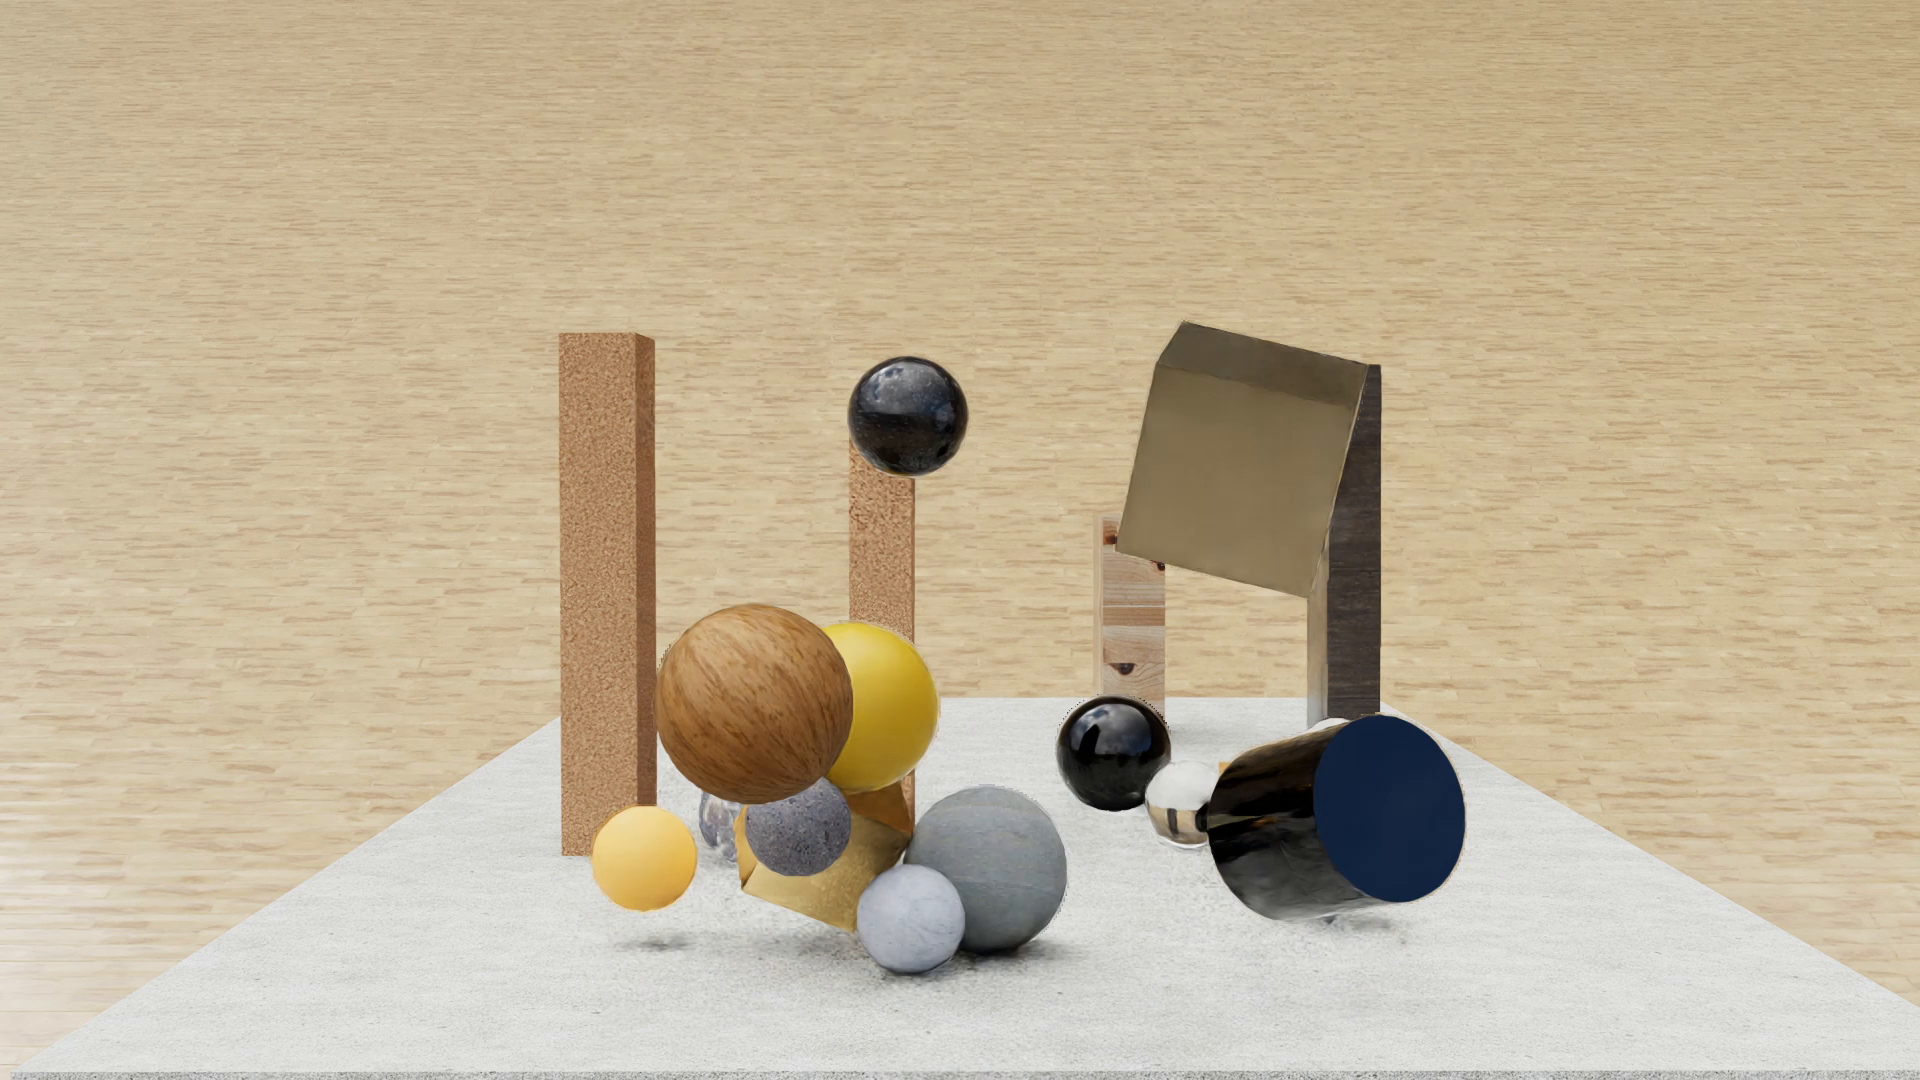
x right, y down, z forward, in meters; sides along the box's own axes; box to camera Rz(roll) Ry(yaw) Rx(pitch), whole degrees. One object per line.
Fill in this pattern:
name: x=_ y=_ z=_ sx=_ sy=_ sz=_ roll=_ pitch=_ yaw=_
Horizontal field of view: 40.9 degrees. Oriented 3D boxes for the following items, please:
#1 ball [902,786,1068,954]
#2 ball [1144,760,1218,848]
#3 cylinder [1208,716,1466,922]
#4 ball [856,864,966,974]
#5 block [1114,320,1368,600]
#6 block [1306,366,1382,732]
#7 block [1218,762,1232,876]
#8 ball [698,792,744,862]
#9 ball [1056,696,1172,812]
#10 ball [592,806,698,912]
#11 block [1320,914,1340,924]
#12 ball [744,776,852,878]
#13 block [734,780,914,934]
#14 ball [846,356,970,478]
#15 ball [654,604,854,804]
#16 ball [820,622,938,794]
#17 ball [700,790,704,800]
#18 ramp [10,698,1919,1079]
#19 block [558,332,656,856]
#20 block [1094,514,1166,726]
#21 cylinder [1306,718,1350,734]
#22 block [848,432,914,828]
ball: x=0.031 y=0.405 z=3.165 sx=0.203 sy=0.203 sz=0.203 roll=0 pitch=25 yaw=0
ball: x=0.356 y=0.412 z=4.019 sx=0.137 sy=0.137 sz=0.137 roll=0 pitch=25 yaw=0
cylinder: x=0.418 y=0.313 z=2.874 sx=0.204 sy=0.204 sz=0.204 roll=-16 pitch=-5 yaw=-31
ball: x=-0.058 y=0.446 z=3.029 sx=0.129 sy=0.129 sz=0.129 roll=0 pitch=25 yaw=0
block: x=0.288 y=-0.085 z=2.607 sx=0.197 sy=0.197 sz=0.197 roll=14 pitch=19 yaw=8
block: x=0.770 y=0.049 z=5.178 sx=0.103 sy=0.789 sz=0.297 roll=0 pitch=2 yaw=0
block: x=0.481 y=0.407 z=3.700 sx=0.165 sy=0.165 sz=0.165 roll=-1 pitch=2 yaw=-19
ball: x=-0.319 y=0.412 z=3.866 sx=0.146 sy=0.146 sz=0.146 roll=0 pitch=25 yaw=0
ball: x=0.264 y=0.367 z=4.433 sx=0.200 sy=0.200 sz=0.200 roll=0 pitch=25 yaw=0
ball: x=-0.394 y=0.398 z=3.218 sx=0.131 sy=0.131 sz=0.131 roll=0 pitch=25 yaw=0
block: x=0.490 y=0.398 z=3.348 sx=0.116 sy=0.116 sz=0.116 roll=42 pitch=50 yaw=19
ball: x=-0.187 y=0.327 z=2.969 sx=0.123 sy=0.123 sz=0.123 roll=0 pitch=25 yaw=0
block: x=-0.173 y=0.360 z=3.208 sx=0.156 sy=0.156 sz=0.156 roll=24 pitch=19 yaw=-19
ball: x=-0.055 y=-0.130 z=2.717 sx=0.129 sy=0.129 sz=0.129 roll=0 pitch=25 yaw=0
ball: x=-0.215 y=0.171 z=2.691 sx=0.209 sy=0.209 sz=0.209 roll=0 pitch=25 yaw=0
ball: x=-0.126 y=0.198 z=3.049 sx=0.203 sy=0.203 sz=0.203 roll=0 pitch=25 yaw=0
ball: x=-0.334 y=0.403 z=4.074 sx=0.152 sy=0.152 sz=0.152 roll=0 pitch=25 yaw=0
ramp: x=0.057 y=0.513 z=4.554 sx=2.000 sy=0.100 sz=4.000 roll=0 pitch=2 yaw=0
block: x=-0.552 y=0.080 z=4.056 sx=0.116 sy=0.799 sz=0.255 roll=0 pitch=2 yaw=0
block: x=0.366 y=0.188 z=5.615 sx=0.131 sy=0.484 sz=0.387 roll=0 pitch=2 yaw=0
cylinder: x=0.631 y=0.380 z=4.153 sx=0.141 sy=0.141 sz=0.141 roll=33 pitch=7 yaw=-32
block: x=-0.123 y=0.135 z=4.107 sx=0.097 sy=0.684 sz=0.264 roll=0 pitch=2 yaw=0
